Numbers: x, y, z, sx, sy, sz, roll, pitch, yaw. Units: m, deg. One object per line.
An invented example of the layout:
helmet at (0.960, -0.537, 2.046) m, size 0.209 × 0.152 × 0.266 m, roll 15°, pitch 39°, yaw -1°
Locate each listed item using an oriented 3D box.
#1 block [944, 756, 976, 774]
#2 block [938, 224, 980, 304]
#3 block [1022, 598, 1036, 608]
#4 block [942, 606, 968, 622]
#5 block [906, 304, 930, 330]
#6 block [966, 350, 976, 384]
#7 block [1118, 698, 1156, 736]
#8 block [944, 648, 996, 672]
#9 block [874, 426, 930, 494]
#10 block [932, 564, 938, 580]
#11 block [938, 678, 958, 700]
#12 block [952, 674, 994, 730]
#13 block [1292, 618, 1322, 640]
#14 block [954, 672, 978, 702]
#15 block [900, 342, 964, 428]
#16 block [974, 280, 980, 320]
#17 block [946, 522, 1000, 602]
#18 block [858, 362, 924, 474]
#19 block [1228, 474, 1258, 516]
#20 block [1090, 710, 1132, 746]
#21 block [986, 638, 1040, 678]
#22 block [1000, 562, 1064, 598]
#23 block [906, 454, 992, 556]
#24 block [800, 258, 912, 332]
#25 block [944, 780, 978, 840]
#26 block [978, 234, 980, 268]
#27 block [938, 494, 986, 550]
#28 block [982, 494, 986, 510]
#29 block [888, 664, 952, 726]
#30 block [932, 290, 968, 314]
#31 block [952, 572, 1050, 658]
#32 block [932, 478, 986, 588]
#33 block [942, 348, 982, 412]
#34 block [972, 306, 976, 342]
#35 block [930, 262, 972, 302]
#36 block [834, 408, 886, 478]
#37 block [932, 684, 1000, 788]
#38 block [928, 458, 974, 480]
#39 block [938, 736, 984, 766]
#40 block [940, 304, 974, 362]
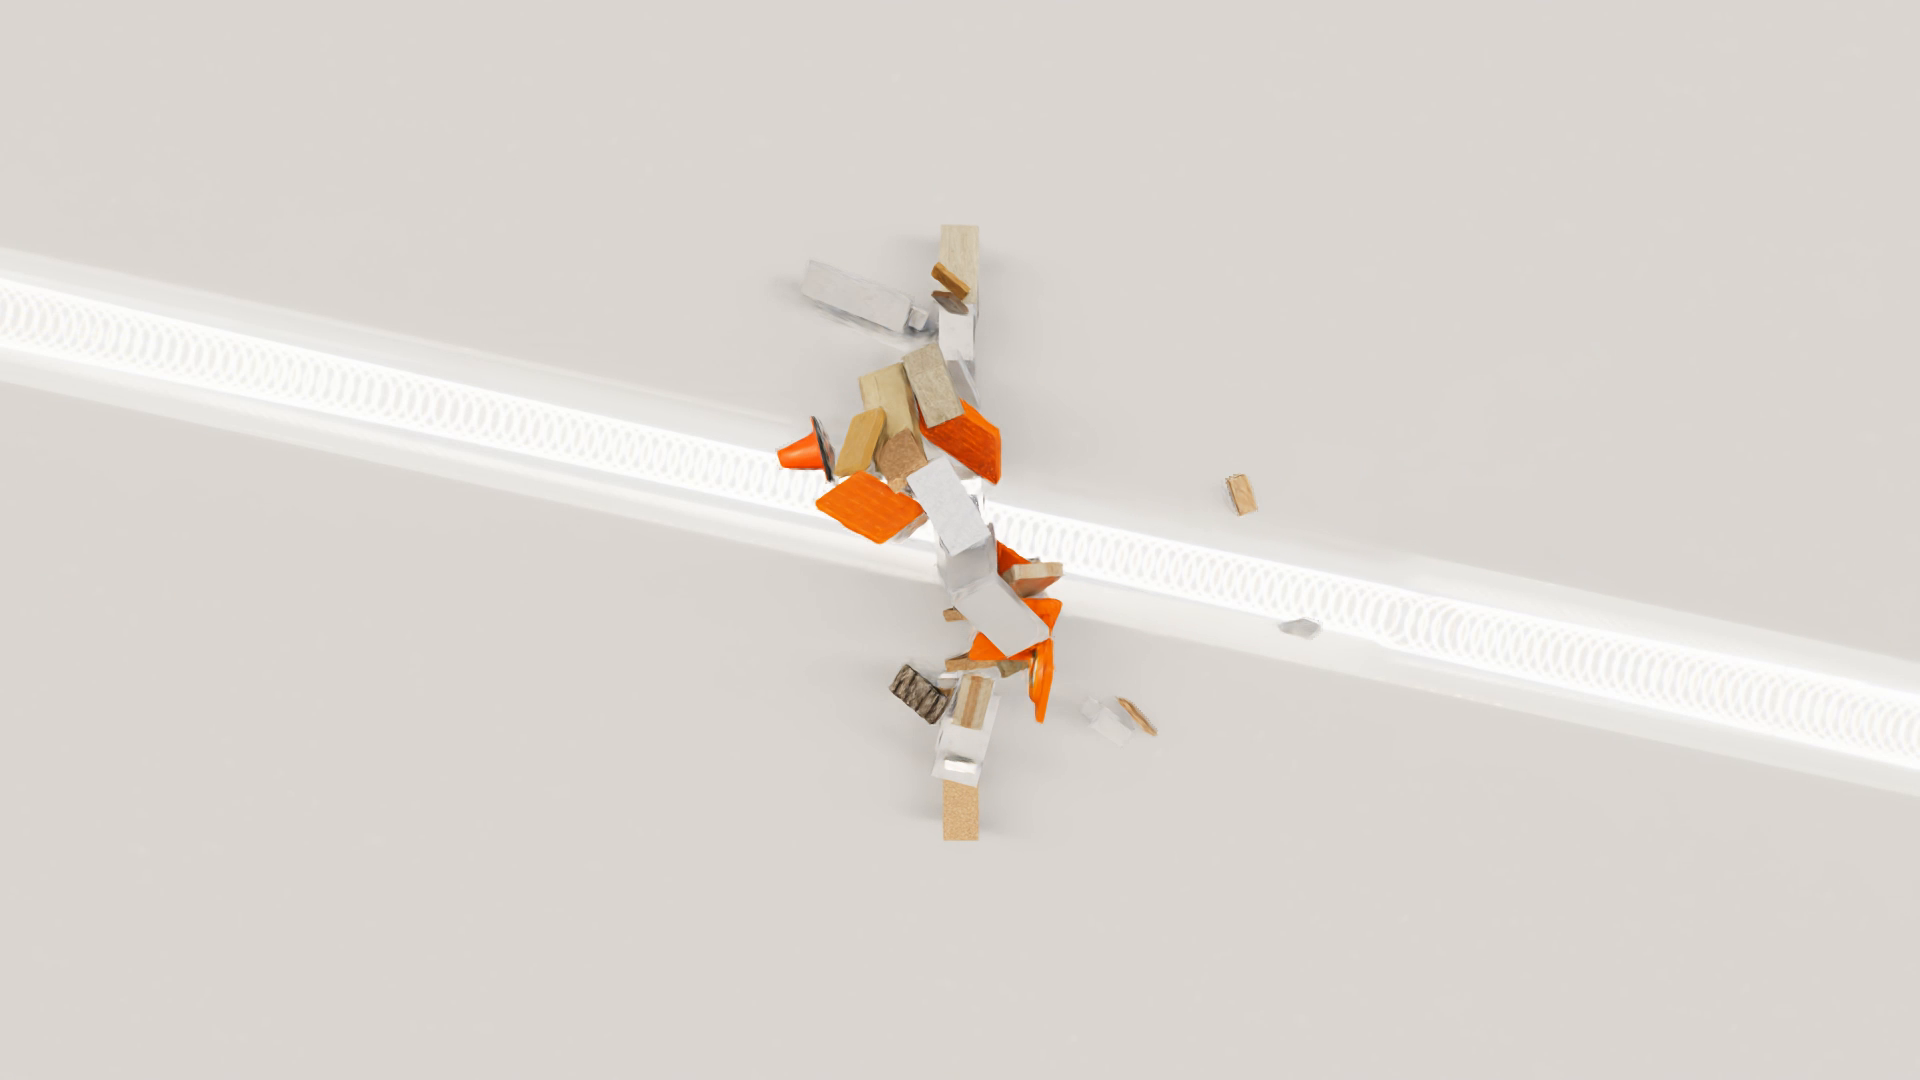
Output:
block at (0.000, 0.692, 5.069) m, size 0.095 × 0.189 × 0.027 m, roll 8°, pitch 86°, yaw 0°
block at (-0.004, -0.875, 5.236) m, size 0.122 × 0.035 × 0.245 m, roll 1°, pitch 90°, yaw 0°
block at (0.185, 0.218, 5.153) m, size 0.063 × 0.125 × 0.018 m, roll -1°, pitch 62°, yaw -24°
block at (0.055, 0.219, 5.351) m, size 0.133 × 0.266 × 0.038 m, roll -23°, pitch 94°, yaw -23°
block at (-0.170, -0.727, 5.270) m, size 0.134 × 0.067 × 0.019 m, roll 27°, pitch 46°, yaw -2°
block at (-0.004, -0.565, 5.395) m, size 0.106 × 0.211 × 0.030 m, roll -3°, pitch 73°, yaw 0°
block at (0.581, 0.580, 5.402) m, size 0.017 × 0.062 × 0.154 m, roll -47°, pitch 47°, yaw 7°
block at (0.077, 0.384, 5.352) m, size 0.133 × 0.266 × 0.038 m, roll -18°, pitch 93°, yaw -34°
block at (-0.178, -0.245, 4.997) m, size 0.135 × 0.282 × 0.038 m, roll -38°, pitch 115°, yaw 4°
block at (-0.005, 0.103, 5.337) m, size 0.163 × 0.327 × 0.046 m, roll -2°, pitch 90°, yaw 0°
block at (0.005, 0.486, 5.353) m, size 0.146 × 0.293 × 0.041 m, roll 0°, pitch 92°, yaw 0°
block at (0.039, 0.502, 5.101) m, size 0.095 × 0.027 × 0.189 m, roll 14°, pitch 124°, yaw 0°
block at (1.139, 0.293, 5.424) m, size 0.063 × 0.125 × 0.018 m, roll 27°, pitch 115°, yaw 22°
block at (0.021, 0.462, 5.116) m, size 0.062 × 0.017 × 0.123 m, roll 10°, pitch 133°, yaw 0°
block at (-0.081, -0.461, 4.921) m, size 0.115 × 0.033 × 0.230 m, roll -21°, pitch 90°, yaw 19°
block at (0.000, -0.781, 5.377) m, size 0.122 × 0.245 × 0.035 m, roll -1°, pitch 76°, yaw 0°
block at (0.036, 0.065, 4.988) m, size 0.153 × 0.305 × 0.043 m, roll -8°, pitch 127°, yaw 3°
block at (-0.216, -0.384, 5.197) m, size 0.158 × 0.045 × 0.315 m, roll -17°, pitch 77°, yaw 25°
block at (0.929, -0.149, 5.419) m, size 0.063 × 0.018 × 0.125 m, roll -22°, pitch 102°, yaw -12°
block at (0.484, 0.604, 5.285) m, size 0.123 × 0.017 × 0.062 m, roll 34°, pitch 90°, yaw -6°
block at (0.147, 0.286, 5.218) m, size 0.133 × 0.038 × 0.266 m, roll -24°, pitch 95°, yaw -24°
block at (0.180, 0.137, 5.013) m, size 0.153 × 0.375 × 0.043 m, roll -4°, pitch 76°, yaw -18°
block at (-0.035, -0.100, 4.850) m, size 0.135 × 0.038 × 0.269 m, roll -31°, pitch 90°, yaw -3°
block at (-0.328, -0.772, 5.217) m, size 0.348 × 0.033 × 0.115 m, roll 22°, pitch 129°, yaw 4°
block at (0.003, 0.843, 5.257) m, size 0.113 × 0.032 × 0.227 m, roll 0°, pitch 90°, yaw 0°
block at (0.002, -0.939, 5.377) m, size 0.122 × 0.245 × 0.035 m, roll 0°, pitch 79°, yaw 0°
block at (-0.002, -0.055, 4.995) m, size 0.135 × 0.269 × 0.038 m, roll -5°, pitch 119°, yaw -2°
block at (-0.002, -0.116, 5.336) m, size 0.163 × 0.327 × 0.046 m, roll -2°, pitch 89°, yaw 0°
block at (-0.124, 0.476, 5.083) m, size 0.189 × 0.027 × 0.094 m, roll 37°, pitch 99°, yaw 27°
block at (-0.031, -0.746, 5.184) m, size 0.067 × 0.134 × 0.019 m, roll 9°, pitch 78°, yaw 26°
block at (0.122, 0.224, 4.905) m, size 0.153 × 0.043 × 0.305 m, roll -28°, pitch 131°, yaw 20°
block at (0.000, -0.020, 5.149) m, size 0.163 × 0.046 × 0.327 m, roll -6°, pitch 90°, yaw 0°
block at (-0.045, -0.510, 5.336) m, size 0.157 × 0.315 × 0.045 m, roll -6°, pitch 63°, yaw 13°
block at (-0.001, -0.703, 5.395) m, size 0.106 × 0.211 × 0.030 m, roll 0°, pitch 73°, yaw 0°
block at (-0.030, -0.812, 5.185) m, size 0.134 × 0.067 × 0.019 m, roll 40°, pitch 69°, yaw 0°
block at (-0.310, -0.302, 5.120) m, size 0.033 × 0.115 × 0.230 m, roll 43°, pitch 48°, yaw -35°
block at (0.019, 0.615, 5.185) m, size 0.146 × 0.041 × 0.293 m, roll 15°, pitch 90°, yaw 0°
block at (-0.095, -0.230, 5.324) m, size 0.158 × 0.315 × 0.045 m, roll 10°, pitch 89°, yaw 27°
block at (0.005, 0.684, 5.353) m, size 0.146 × 0.293 × 0.041 m, roll 0°, pitch 93°, yaw 0°
block at (-0.011, -0.679, 5.274) m, size 0.106 × 0.030 × 0.212 m, roll 1°, pitch 90°, yaw 0°
